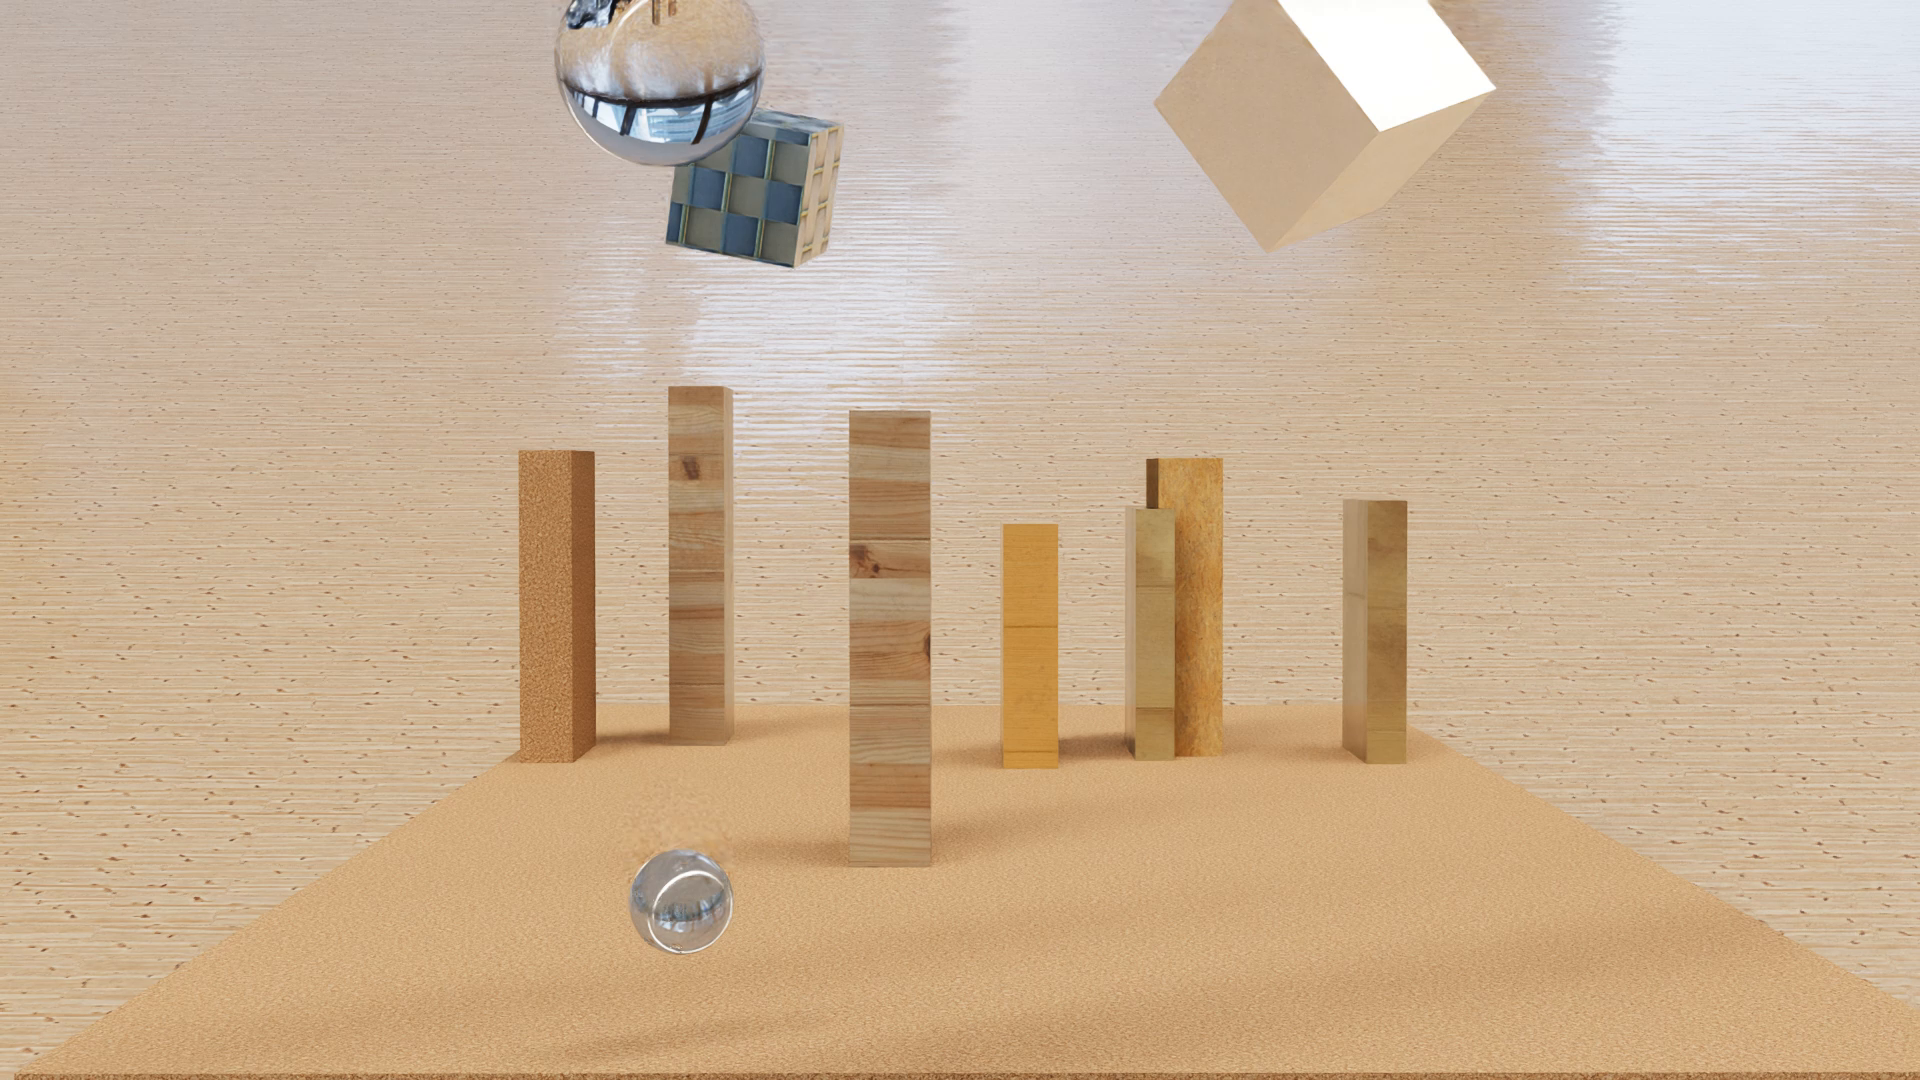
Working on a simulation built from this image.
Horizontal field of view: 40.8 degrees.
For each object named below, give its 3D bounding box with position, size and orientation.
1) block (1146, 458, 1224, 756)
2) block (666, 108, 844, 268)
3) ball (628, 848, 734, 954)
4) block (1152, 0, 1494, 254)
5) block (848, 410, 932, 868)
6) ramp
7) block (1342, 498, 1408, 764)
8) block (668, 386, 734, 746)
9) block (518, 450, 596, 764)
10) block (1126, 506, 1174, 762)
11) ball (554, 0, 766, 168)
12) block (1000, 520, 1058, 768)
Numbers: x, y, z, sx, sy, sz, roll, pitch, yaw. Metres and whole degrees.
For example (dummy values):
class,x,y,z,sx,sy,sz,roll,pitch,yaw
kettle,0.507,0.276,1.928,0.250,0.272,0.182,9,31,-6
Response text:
class,x,y,z,sx,sy,sz,roll,pitch,yaw
block,0.481,0.136,5.554,0.134,0.623,0.353,0,2,0
block,-0.218,-0.383,2.766,0.142,0.142,0.142,12,16,9
ball,-0.290,0.377,2.687,0.109,0.109,0.109,0,25,0
block,0.346,-0.424,2.464,0.187,0.187,0.187,-25,75,-41
block,-0.106,0.146,4.003,0.122,0.688,0.254,0,2,0
ramp,0.058,0.525,4.563,2.000,0.100,4.000,0,2,0
block,0.867,0.184,5.400,0.080,0.536,0.335,0,2,0
block,-0.571,0.054,5.707,0.120,0.780,0.240,0,2,0
block,-0.846,0.132,5.432,0.107,0.639,0.342,0,2,0
block,0.401,0.191,5.460,0.080,0.518,0.329,0,2,0
ball,-0.292,-0.466,2.512,0.205,0.205,0.205,0,25,0
block,0.141,0.208,5.332,0.110,0.491,0.351,0,2,0
